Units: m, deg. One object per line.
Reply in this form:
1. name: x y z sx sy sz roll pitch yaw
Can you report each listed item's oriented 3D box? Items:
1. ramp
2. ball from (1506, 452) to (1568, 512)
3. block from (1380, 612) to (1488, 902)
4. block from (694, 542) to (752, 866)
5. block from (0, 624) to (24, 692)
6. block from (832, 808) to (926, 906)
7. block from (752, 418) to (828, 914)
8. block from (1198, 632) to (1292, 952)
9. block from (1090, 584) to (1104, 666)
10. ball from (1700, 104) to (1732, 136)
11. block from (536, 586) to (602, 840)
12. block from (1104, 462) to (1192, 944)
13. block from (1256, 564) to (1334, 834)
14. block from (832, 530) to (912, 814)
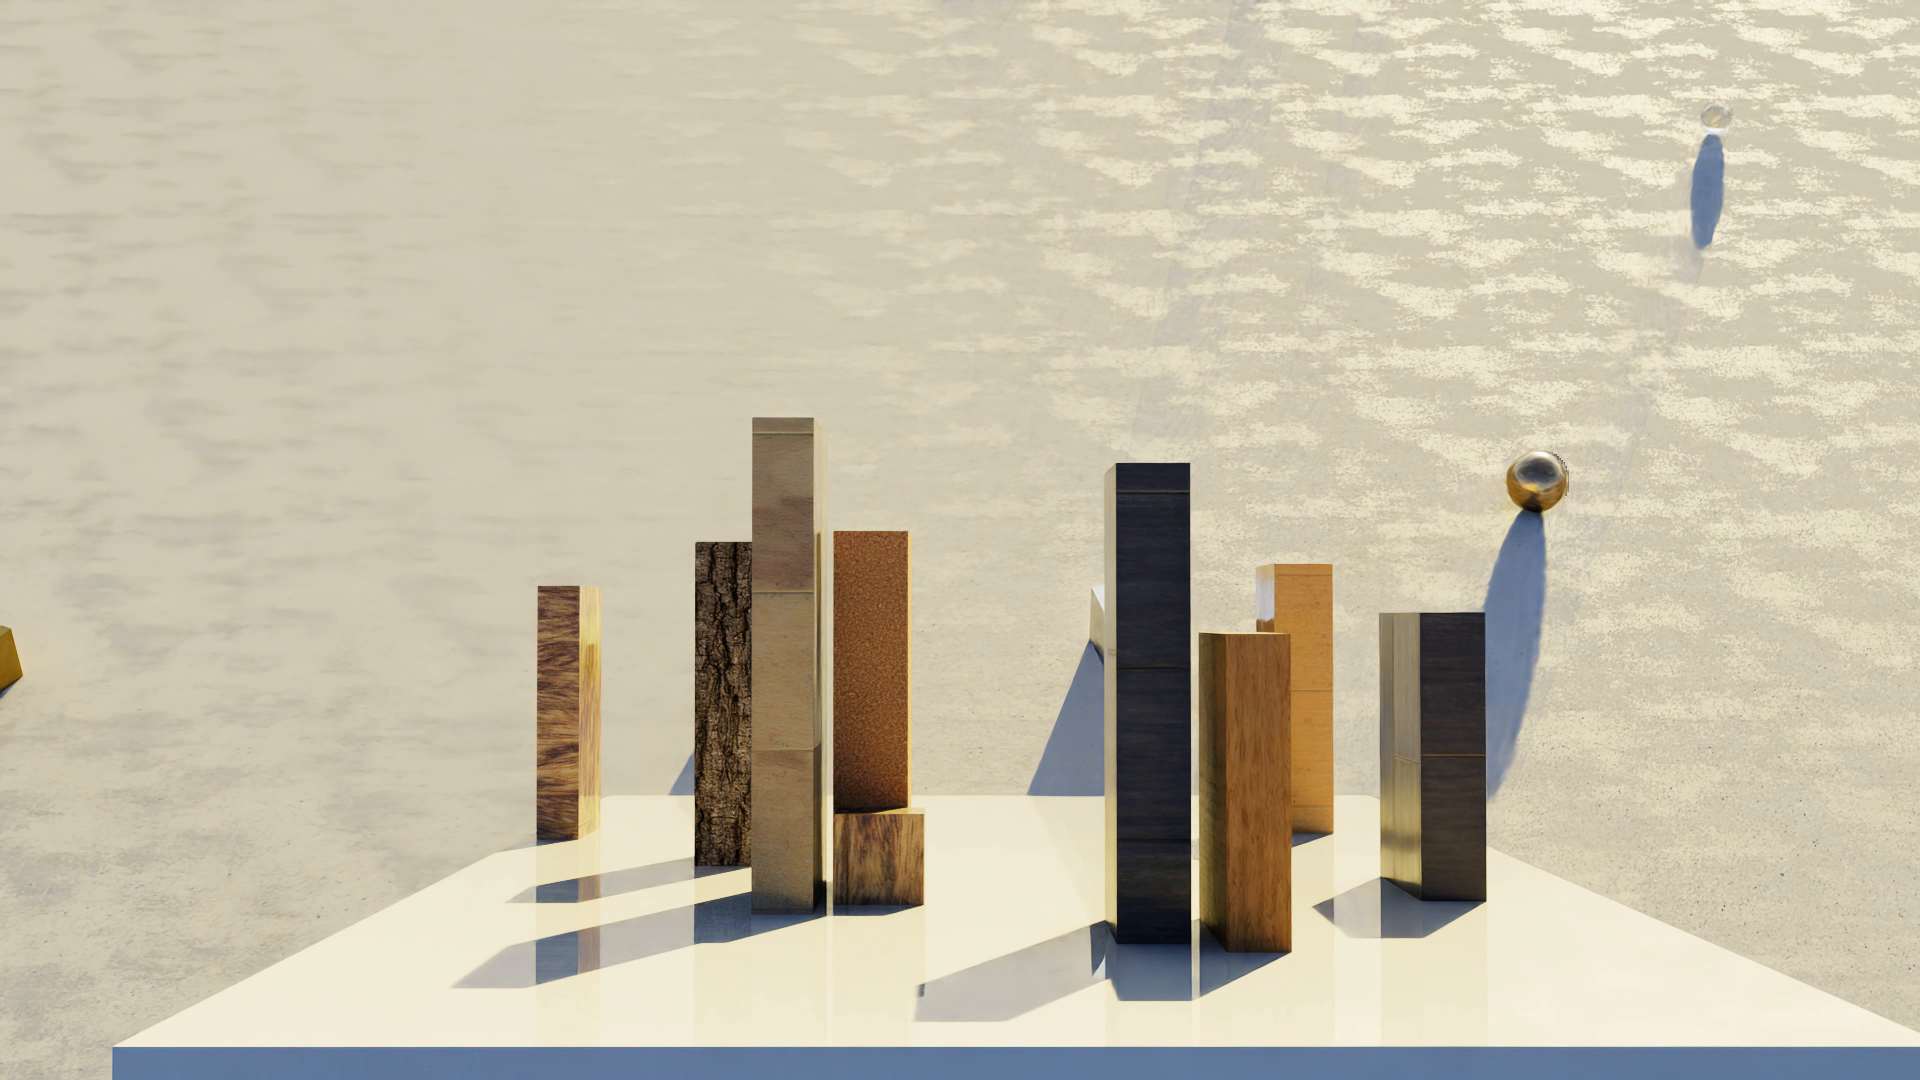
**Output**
1. ramp: 0.077 0.662 4.825 2.000 0.100 4.000 0 -2 0
2. ball: 1.782 -0.180 8.030 0.187 0.187 0.187 0 35 0
3. block: 0.813 0.363 4.489 0.108 0.475 0.417 0 -2 0
4. block: -0.440 0.312 5.024 0.121 0.611 0.257 0 -2 0
5. block: -2.774 0.338 7.301 0.167 0.167 0.167 16 38 22
6. block: -0.132 0.522 4.293 0.148 0.148 0.148 0 -2 0
7. block: -0.280 0.204 4.309 0.097 0.784 0.425 0 -2 0
8. block: 0.417 0.359 3.837 0.091 0.444 0.418 0 -2 0
9. block: 0.489 0.247 7.415 0.186 0.186 0.186 -9 36 -13
10. ball: 2.970 -1.653 10.206 0.122 0.122 0.122 0 35 0
11. block: -0.848 0.369 5.642 0.089 0.535 0.331 0 -2 0
12. block: 0.278 0.238 3.876 0.107 0.689 0.301 0 -2 0
13. block: 0.745 0.349 5.796 0.127 0.584 0.345 0 -2 0
14. block: -0.151 0.295 4.515 0.126 0.614 0.282 0 -2 0
